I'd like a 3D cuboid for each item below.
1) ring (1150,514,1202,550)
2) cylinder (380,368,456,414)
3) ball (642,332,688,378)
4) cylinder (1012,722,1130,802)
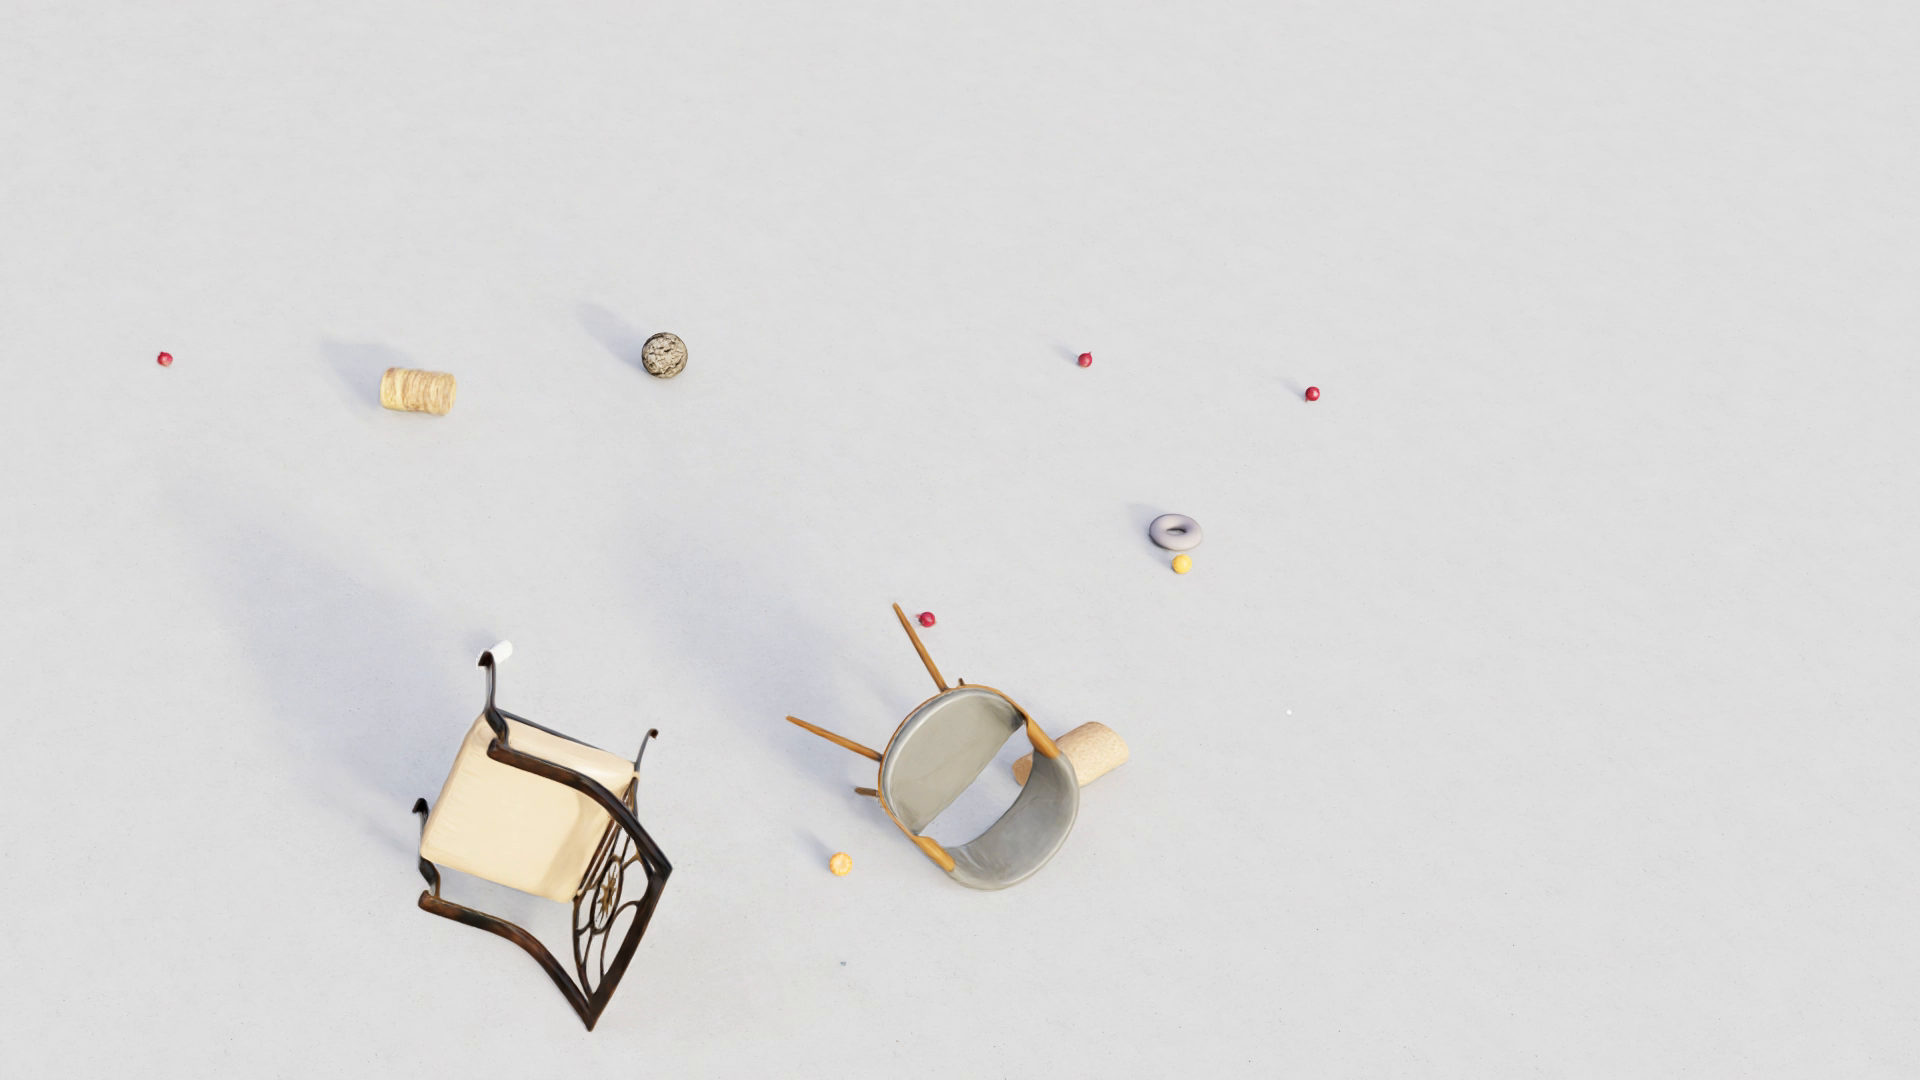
[{"bbox_3d":[0.805,-0.029,10.941,0.196,0.055,0.223,-11,35,-15],"label":"ring"},{"bbox_3d":[-2.159,-0.593,11.688,0.245,0.164,0.207,6,11,9],"label":"cylinder"},{"bbox_3d":[-1.200,-0.750,11.910,0.189,0.189,0.189,0,33,0],"label":"ball"},{"bbox_3d":[0.368,0.732,9.701,0.312,0.141,0.235,-25,30,-33],"label":"cylinder"}]
